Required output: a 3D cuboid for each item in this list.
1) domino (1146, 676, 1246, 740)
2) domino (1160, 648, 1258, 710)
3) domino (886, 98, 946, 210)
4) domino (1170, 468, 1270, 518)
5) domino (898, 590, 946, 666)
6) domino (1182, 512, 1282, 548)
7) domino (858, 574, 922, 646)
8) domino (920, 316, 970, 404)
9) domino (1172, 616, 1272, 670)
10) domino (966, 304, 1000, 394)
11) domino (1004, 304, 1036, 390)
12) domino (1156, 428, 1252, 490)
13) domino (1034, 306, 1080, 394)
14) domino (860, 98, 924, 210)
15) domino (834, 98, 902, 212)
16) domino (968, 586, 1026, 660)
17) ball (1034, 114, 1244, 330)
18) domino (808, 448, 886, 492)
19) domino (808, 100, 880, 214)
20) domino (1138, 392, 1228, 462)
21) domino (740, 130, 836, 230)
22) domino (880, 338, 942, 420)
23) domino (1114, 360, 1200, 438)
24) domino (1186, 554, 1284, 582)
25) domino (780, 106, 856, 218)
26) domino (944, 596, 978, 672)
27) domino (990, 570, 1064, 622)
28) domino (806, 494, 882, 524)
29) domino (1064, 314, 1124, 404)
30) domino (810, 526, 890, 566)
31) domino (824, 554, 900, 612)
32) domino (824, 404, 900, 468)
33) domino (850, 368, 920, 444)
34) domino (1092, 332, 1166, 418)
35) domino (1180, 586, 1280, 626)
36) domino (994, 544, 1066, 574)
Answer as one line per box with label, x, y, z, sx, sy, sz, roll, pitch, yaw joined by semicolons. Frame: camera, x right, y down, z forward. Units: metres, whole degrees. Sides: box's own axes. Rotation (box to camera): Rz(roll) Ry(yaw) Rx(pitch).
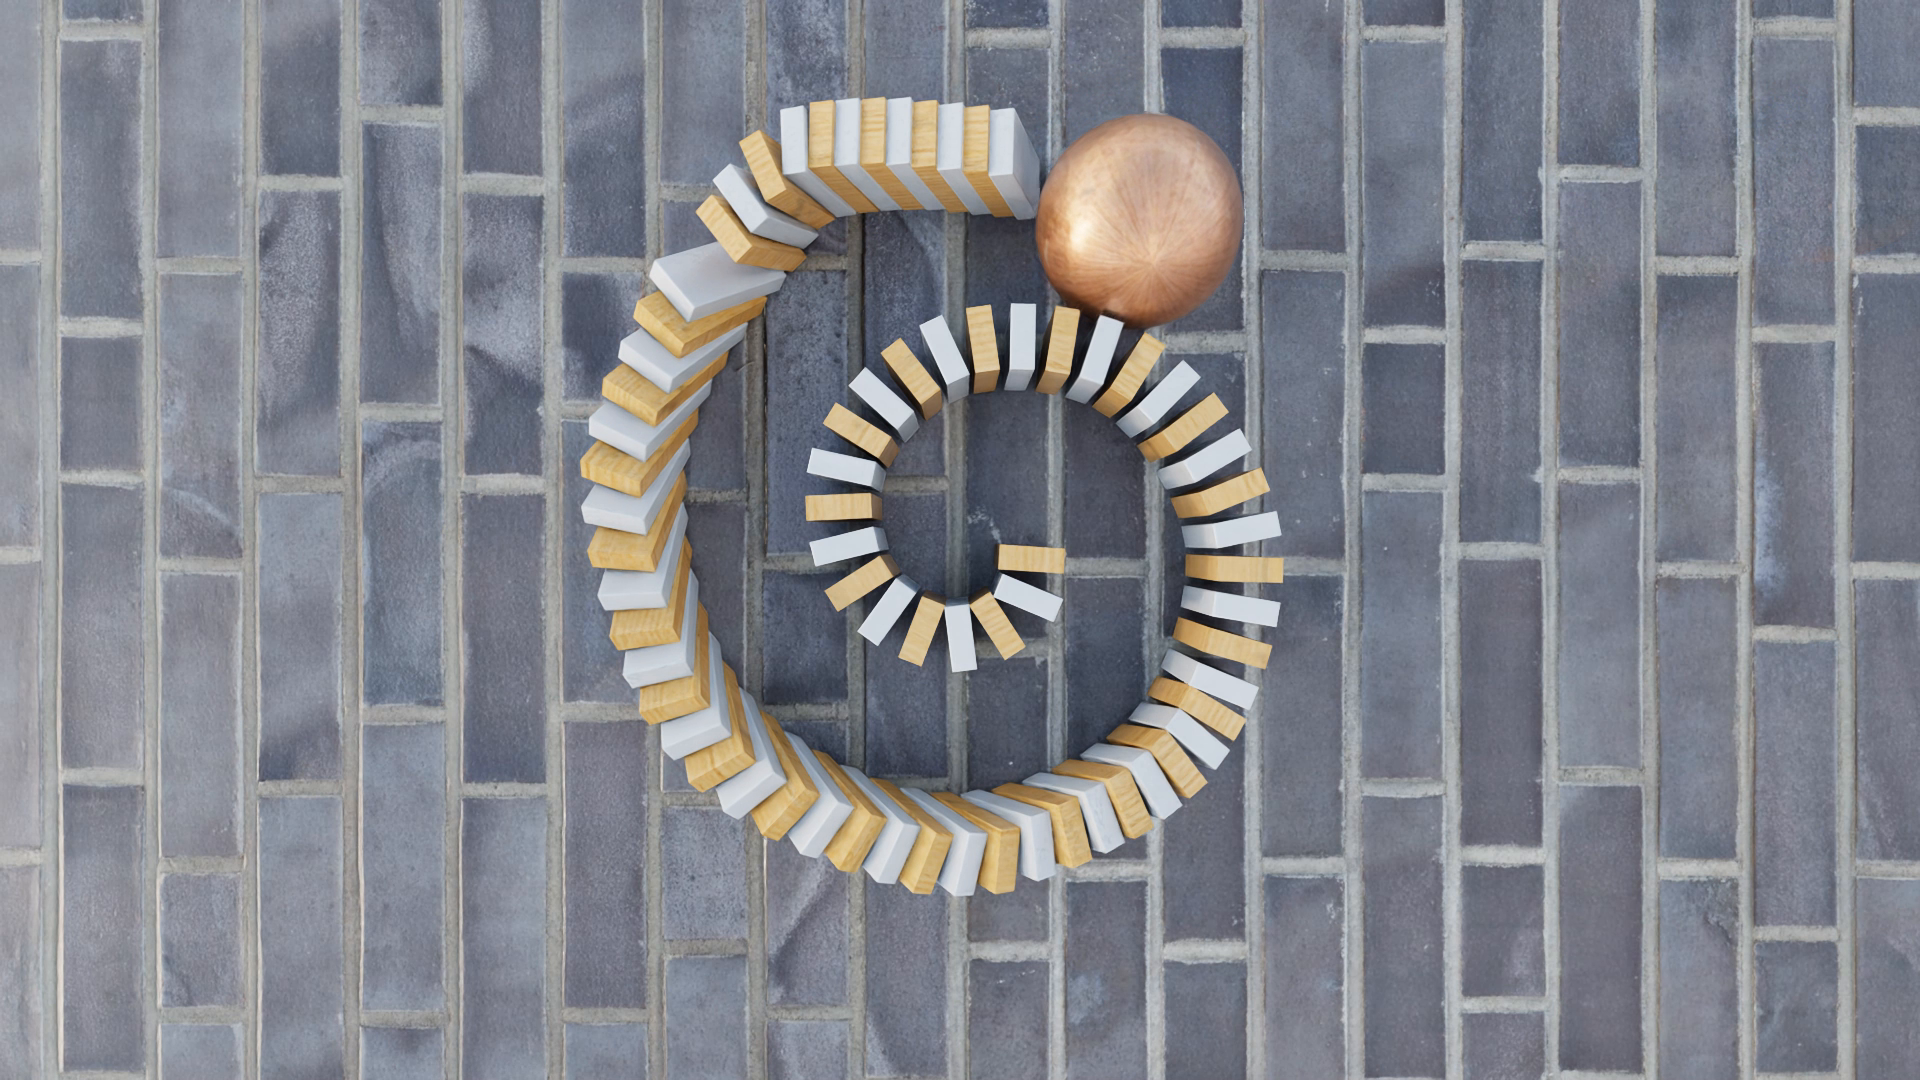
domino;0.095;0.068;0.375;0.025;0.050;0.009;32;85;0
domino;0.101;0.056;0.375;0.025;0.050;0.009;22;90;0
domino;-0.017;-0.156;0.375;0.009;0.050;0.025;1;90;16
domino;0.105;-0.019;0.375;0.025;0.050;0.009;-22;90;0
domino;-0.015;0.035;0.375;0.009;0.050;0.025;21;90;0
domino;0.110;-0.004;0.375;0.025;0.050;0.009;-11;90;0
domino;-0.028;0.028;0.375;0.009;0.050;0.025;36;90;0
domino;-0.006;-0.073;0.375;0.009;0.050;0.025;-25;90;0
domino;0.106;0.041;0.375;0.025;0.050;0.010;16;90;0
domino;0.009;-0.077;0.375;0.010;0.050;0.025;-8;90;0
domino;0.024;-0.078;0.375;0.010;0.050;0.025;1;90;0
domino;0.098;-0.032;0.375;0.025;0.050;0.009;-30;90;0
domino;0.039;-0.076;0.375;0.010;0.050;0.025;9;90;0
domino;-0.027;-0.156;0.375;0.010;0.050;0.025;1;90;16
domino;-0.036;-0.156;0.375;0.010;0.050;0.025;1;90;16
domino;0.014;0.033;0.375;0.009;0.050;0.025;-33;90;0
ball;0.070;-0.124;0.360;0.080;0.080;0.080;0;90;0
domino;-0.045;-0.028;0.375;0.025;0.050;0.010;12;90;0
domino;-0.046;-0.155;0.375;0.009;0.050;0.025;1;90;16
domino;0.090;-0.045;0.375;0.025;0.050;0.010;-37;90;0
domino;-0.069;-0.146;0.375;0.009;0.050;0.025;-24;90;16
domino;-0.019;-0.065;0.375;0.010;0.050;0.025;-38;90;0
domino;0.080;-0.057;0.375;0.009;0.050;0.025;45;90;0
domino;0.111;0.011;0.375;0.025;0.050;0.010;2;90;0
domino;-0.057;-0.153;0.375;0.009;0.050;0.025;-2;90;16
domino;0.000;0.038;0.375;0.010;0.050;0.025;-7;90;0
domino;0.026;0.022;0.375;0.025;0.050;0.010;23;90;0
domino;-0.046;-0.013;0.375;0.025;0.050;0.010;-3;90;0
domino;0.054;-0.073;0.375;0.010;0.050;0.025;19;90;0
domino;-0.044;0.002;0.375;0.025;0.050;0.009;-14;90;0
domino;-0.039;0.017;0.375;0.025;0.050;0.009;-32;90;0
domino;-0.039;-0.042;0.375;0.025;0.050;0.009;32;90;0
domino;-0.030;-0.054;0.375;0.025;0.050;0.010;42;90;0
domino;0.068;-0.066;0.375;0.010;0.050;0.025;32;90;0
domino;0.109;0.027;0.375;0.025;0.050;0.009;10;90;0
domino;0.027;0.007;0.375;0.025;0.050;0.010;4;90;0
